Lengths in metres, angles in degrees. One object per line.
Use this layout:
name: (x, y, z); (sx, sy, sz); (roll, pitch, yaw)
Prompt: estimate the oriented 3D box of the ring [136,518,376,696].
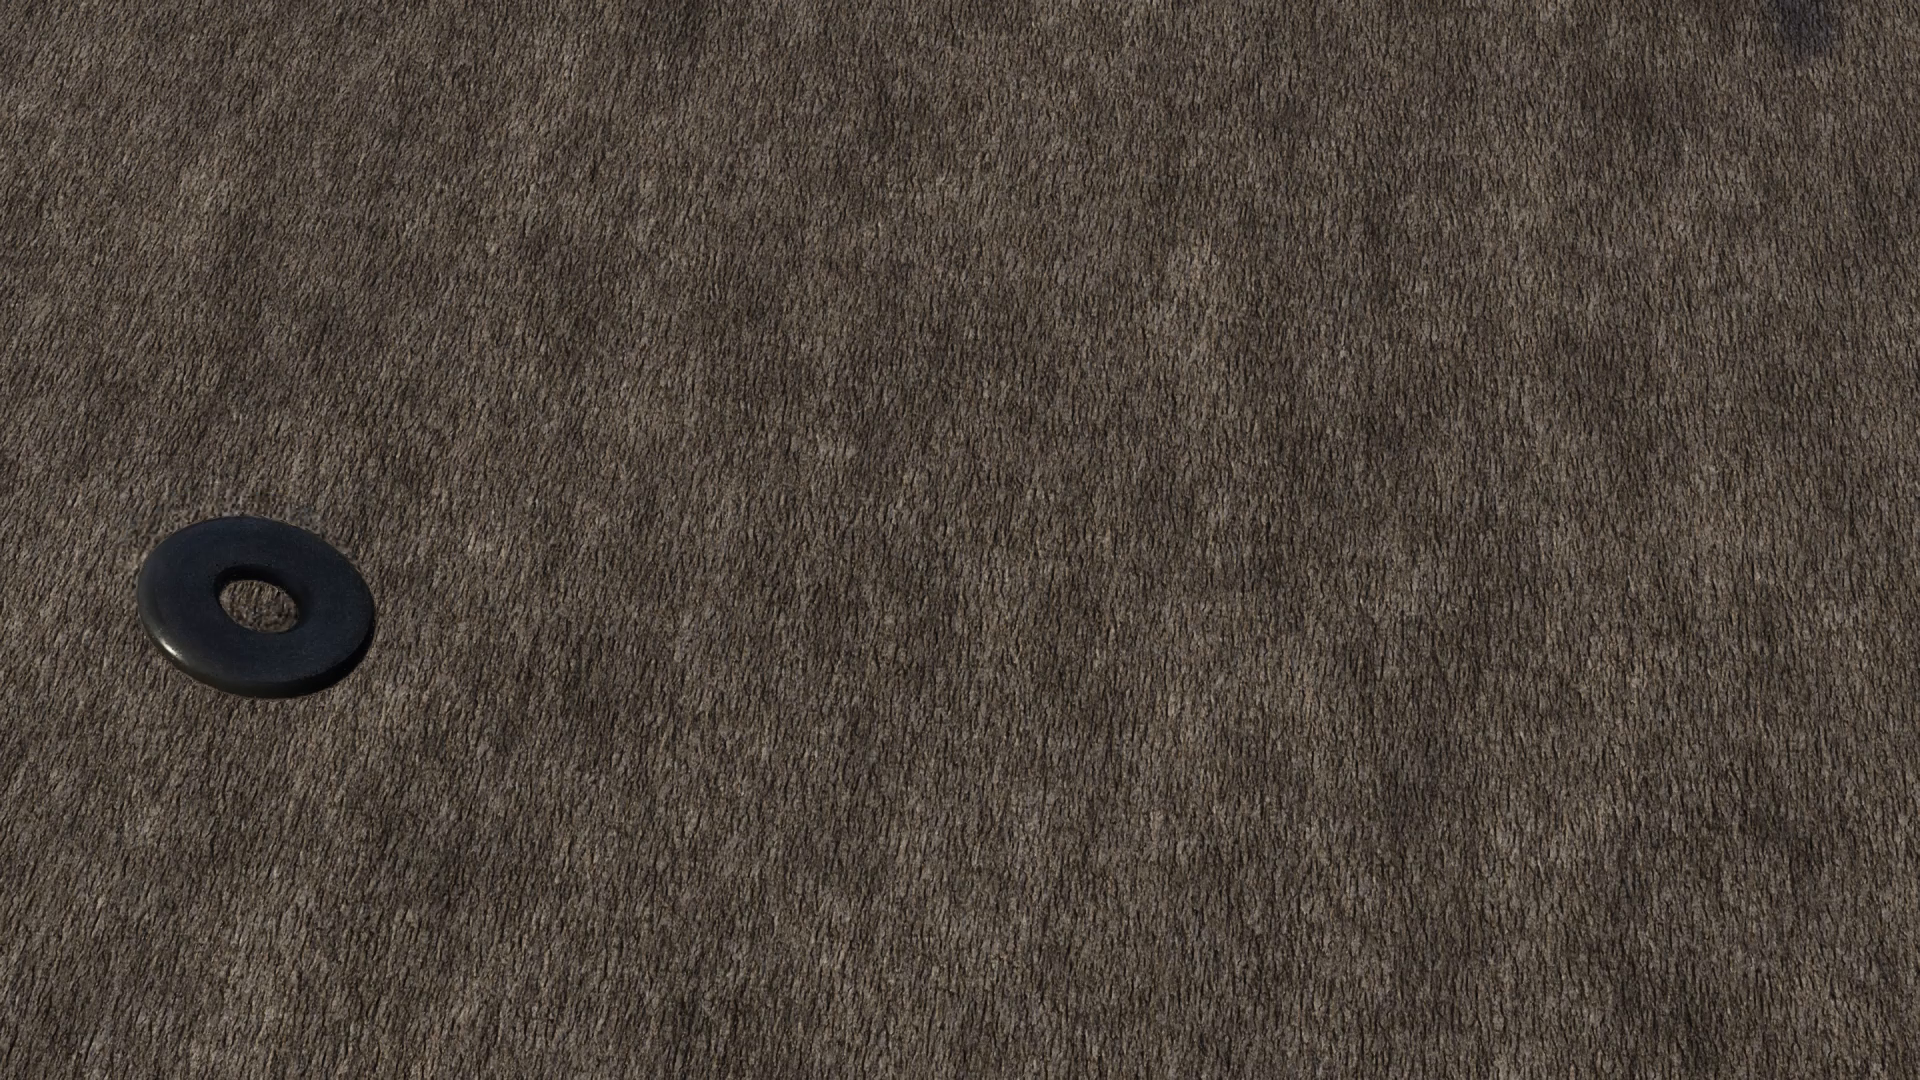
ring: (-1.162, 0.110, 3.650); (0.402, 0.082, 0.358); (-5, 57, -43)
